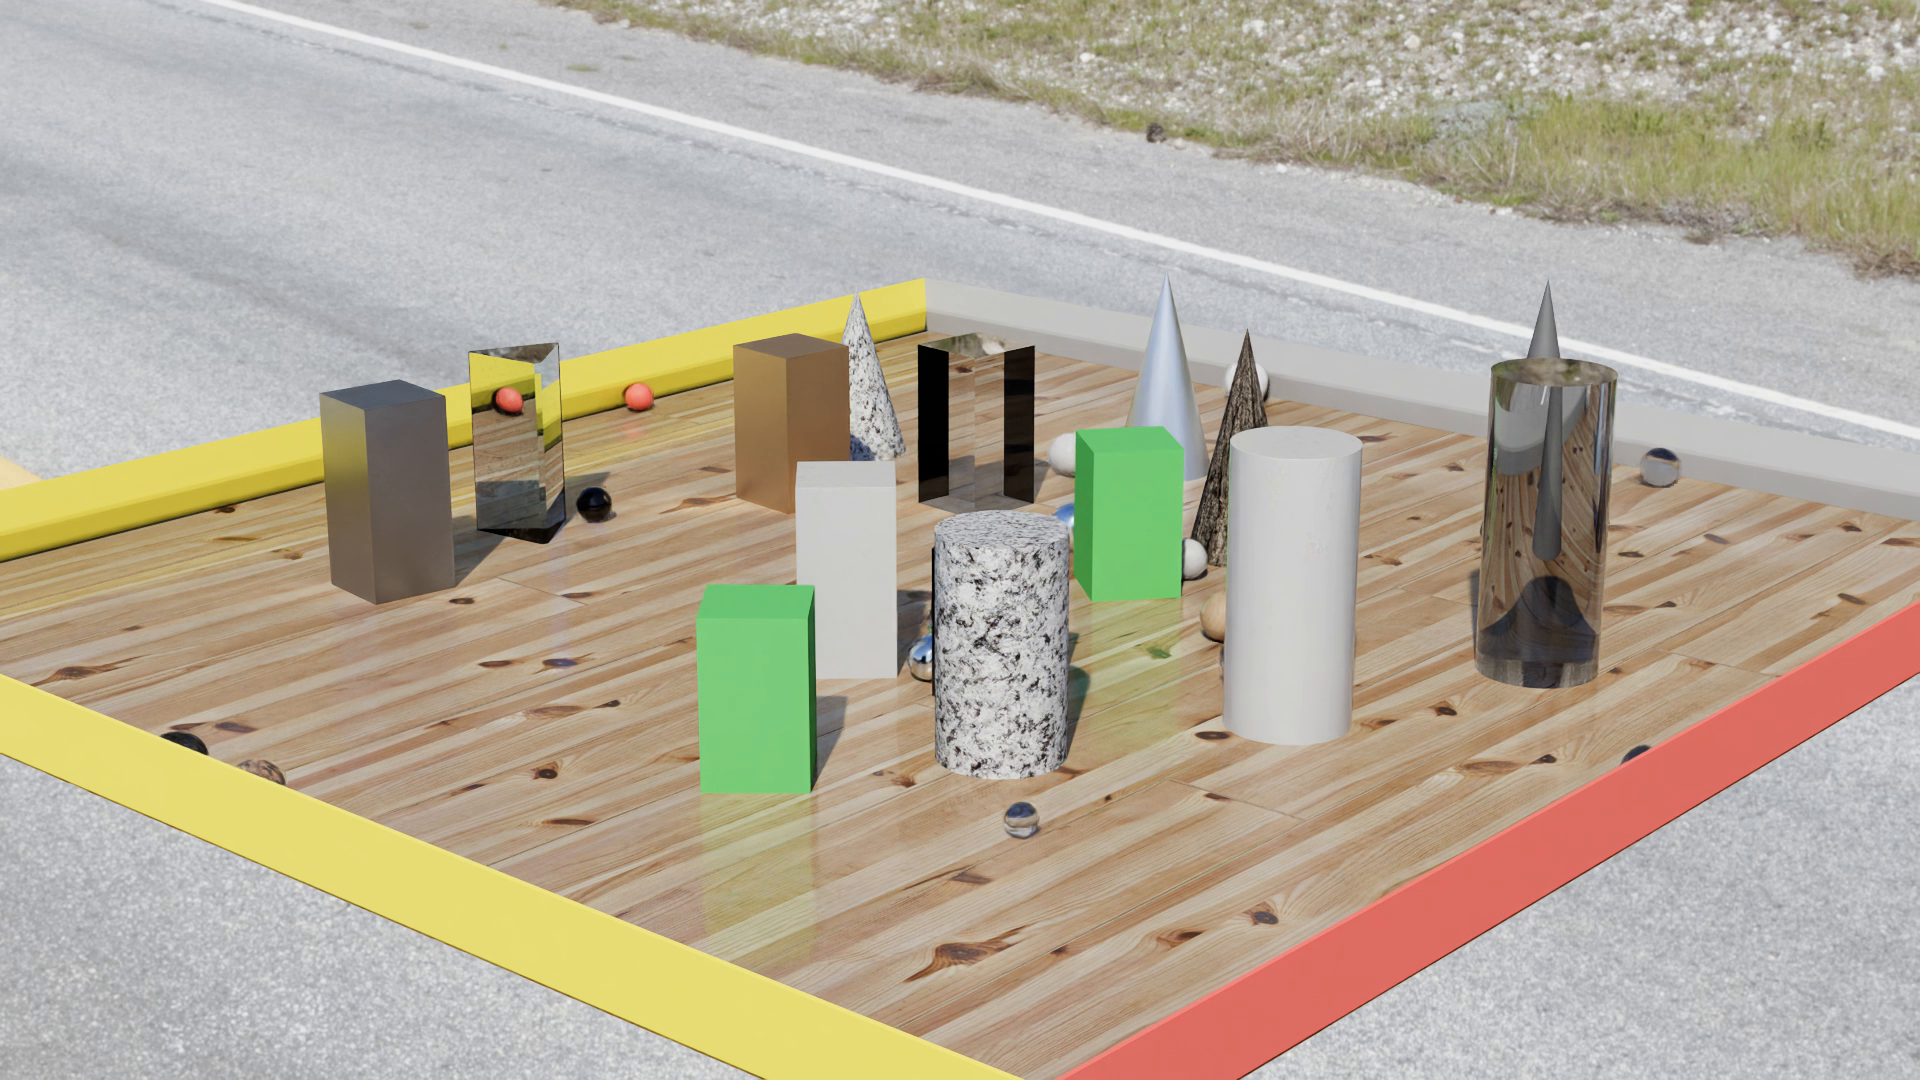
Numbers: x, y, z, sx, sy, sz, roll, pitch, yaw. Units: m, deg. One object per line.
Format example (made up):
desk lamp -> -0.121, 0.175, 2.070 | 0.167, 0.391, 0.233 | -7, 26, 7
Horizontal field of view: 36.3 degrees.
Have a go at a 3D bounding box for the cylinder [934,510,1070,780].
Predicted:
cylinder -> 0.062, 0.153, 4.334 | 0.198, 0.353, 0.198 | 0, 17, 0

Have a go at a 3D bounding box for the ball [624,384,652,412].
ball -> -0.699, -0.311, 6.381 | 0.060, 0.060, 0.060 | 0, 17, 0

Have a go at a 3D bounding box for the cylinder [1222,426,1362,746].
cylinder -> 0.504, 0.067, 4.456 | 0.198, 0.446, 0.198 | 0, 17, 0

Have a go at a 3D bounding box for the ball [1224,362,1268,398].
ball -> 0.627, -0.345, 6.426 | 0.099, 0.099, 0.099 | 0, 17, 0

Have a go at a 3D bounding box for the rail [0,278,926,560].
rail -> -1.073, -0.237, 6.012 | 0.045, 0.129, 3.066 | 14, 22, 39

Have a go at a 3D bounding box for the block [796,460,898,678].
block -> -0.183, 0.047, 4.744 | 0.158, 0.319, 0.158 | -1, 17, -2

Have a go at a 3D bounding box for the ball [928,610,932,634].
ball -> -0.013, 0.136, 4.861 | 0.081, 0.081, 0.081 | 0, 17, 0

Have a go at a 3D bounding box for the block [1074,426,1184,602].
block -> 0.294, -0.047, 5.145 | 0.158, 0.268, 0.158 | -3, 17, -9

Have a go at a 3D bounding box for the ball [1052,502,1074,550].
ball -> 0.208, -0.026, 5.387 | 0.088, 0.088, 0.088 | 0, 17, 0

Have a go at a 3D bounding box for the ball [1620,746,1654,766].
ball -> 0.988, 0.332, 4.228 | 0.071, 0.071, 0.071 | 0, 17, 0

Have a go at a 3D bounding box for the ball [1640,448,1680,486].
ball -> 1.385, -0.145, 5.798 | 0.078, 0.078, 0.078 | 0, 17, 0

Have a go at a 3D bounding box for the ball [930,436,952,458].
ball -> -0.038, -0.189, 6.005 | 0.044, 0.044, 0.044 | 0, 17, 0

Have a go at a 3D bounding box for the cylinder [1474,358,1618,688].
cylinder -> 0.936, -0.028, 4.691 | 0.198, 0.494, 0.198 | 0, 17, 0

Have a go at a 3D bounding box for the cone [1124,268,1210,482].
cone -> 0.410, -0.340, 5.870 | 0.198, 0.412, 0.198 | 0, 17, 0

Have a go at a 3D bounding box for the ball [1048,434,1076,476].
ball -> 0.219, -0.171, 5.874 | 0.086, 0.086, 0.086 | 0, 17, 0

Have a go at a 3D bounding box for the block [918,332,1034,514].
block -> 0.031, -0.222, 5.644 | 0.158, 0.315, 0.158 | -15, 22, -41

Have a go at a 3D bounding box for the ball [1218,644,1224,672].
ball -> 0.459, 0.188, 4.670 | 0.092, 0.092, 0.092 | 0, 17, 0

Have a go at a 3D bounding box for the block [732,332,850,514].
block -> -0.325, -0.228, 5.679 | 0.158, 0.306, 0.158 | -15, 23, -41

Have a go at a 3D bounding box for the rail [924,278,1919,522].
rail -> 0.990, -0.297, 6.211 | 2.891, 0.129, 0.045 | 14, 22, 39

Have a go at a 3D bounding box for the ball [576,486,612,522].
ball -> -0.694, -0.068, 5.562 | 0.068, 0.068, 0.068 | 0, 17, 0

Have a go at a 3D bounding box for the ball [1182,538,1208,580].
ball -> 0.404, 0.034, 5.217 | 0.072, 0.072, 0.072 | 0, 17, 0

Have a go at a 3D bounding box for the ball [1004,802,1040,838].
ball -> 0.085, 0.389, 4.078 | 0.049, 0.049, 0.049 | 0, 17, 0

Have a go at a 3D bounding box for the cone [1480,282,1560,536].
cone -> 1.073, -0.245, 5.417 | 0.198, 0.490, 0.198 | 0, 17, 0

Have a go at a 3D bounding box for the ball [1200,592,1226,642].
ball -> 0.442, 0.127, 4.887 | 0.084, 0.084, 0.084 | 0, 17, 0

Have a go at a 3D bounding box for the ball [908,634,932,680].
ball -> -0.047, 0.188, 4.700 | 0.075, 0.075, 0.075 | 0, 17, 0

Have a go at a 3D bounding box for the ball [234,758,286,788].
ball -> -0.995, 0.351, 4.140 | 0.085, 0.085, 0.085 | 0, 17, 0

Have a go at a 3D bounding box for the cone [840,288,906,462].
cone -> -0.211, -0.352, 6.023 | 0.198, 0.345, 0.198 | 0, 17, 0

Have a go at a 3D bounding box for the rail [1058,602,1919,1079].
rail -> 1.073, 0.301, 4.227 | 0.045, 0.129, 3.066 | 14, 22, 39

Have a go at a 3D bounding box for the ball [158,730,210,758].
ball -> -1.129, 0.321, 4.233 | 0.091, 0.091, 0.091 | 0, 17, 0

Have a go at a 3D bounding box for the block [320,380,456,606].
block -> -1.002, -0.086, 5.135 | 0.158, 0.348, 0.158 | -14, 22, -38

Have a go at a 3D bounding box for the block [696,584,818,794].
block -> -0.294, 0.216, 4.276 | 0.158, 0.266, 0.158 | 0, 17, 1

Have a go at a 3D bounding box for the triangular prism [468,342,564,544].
triangular prism -> -0.796, -0.188, 5.483 | 0.172, 0.343, 0.149 | 11, 20, 33

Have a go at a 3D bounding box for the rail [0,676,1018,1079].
rail -> -0.990, 0.361, 4.029 | 2.891, 0.129, 0.045 | 14, 22, 39

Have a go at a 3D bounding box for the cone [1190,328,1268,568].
cone -> 0.515, -0.179, 5.314 | 0.198, 0.424, 0.198 | 0, 17, 0

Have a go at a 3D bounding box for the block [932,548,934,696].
block -> 0.062, 0.119, 4.635 | 0.158, 0.244, 0.158 | 8, 19, 25
